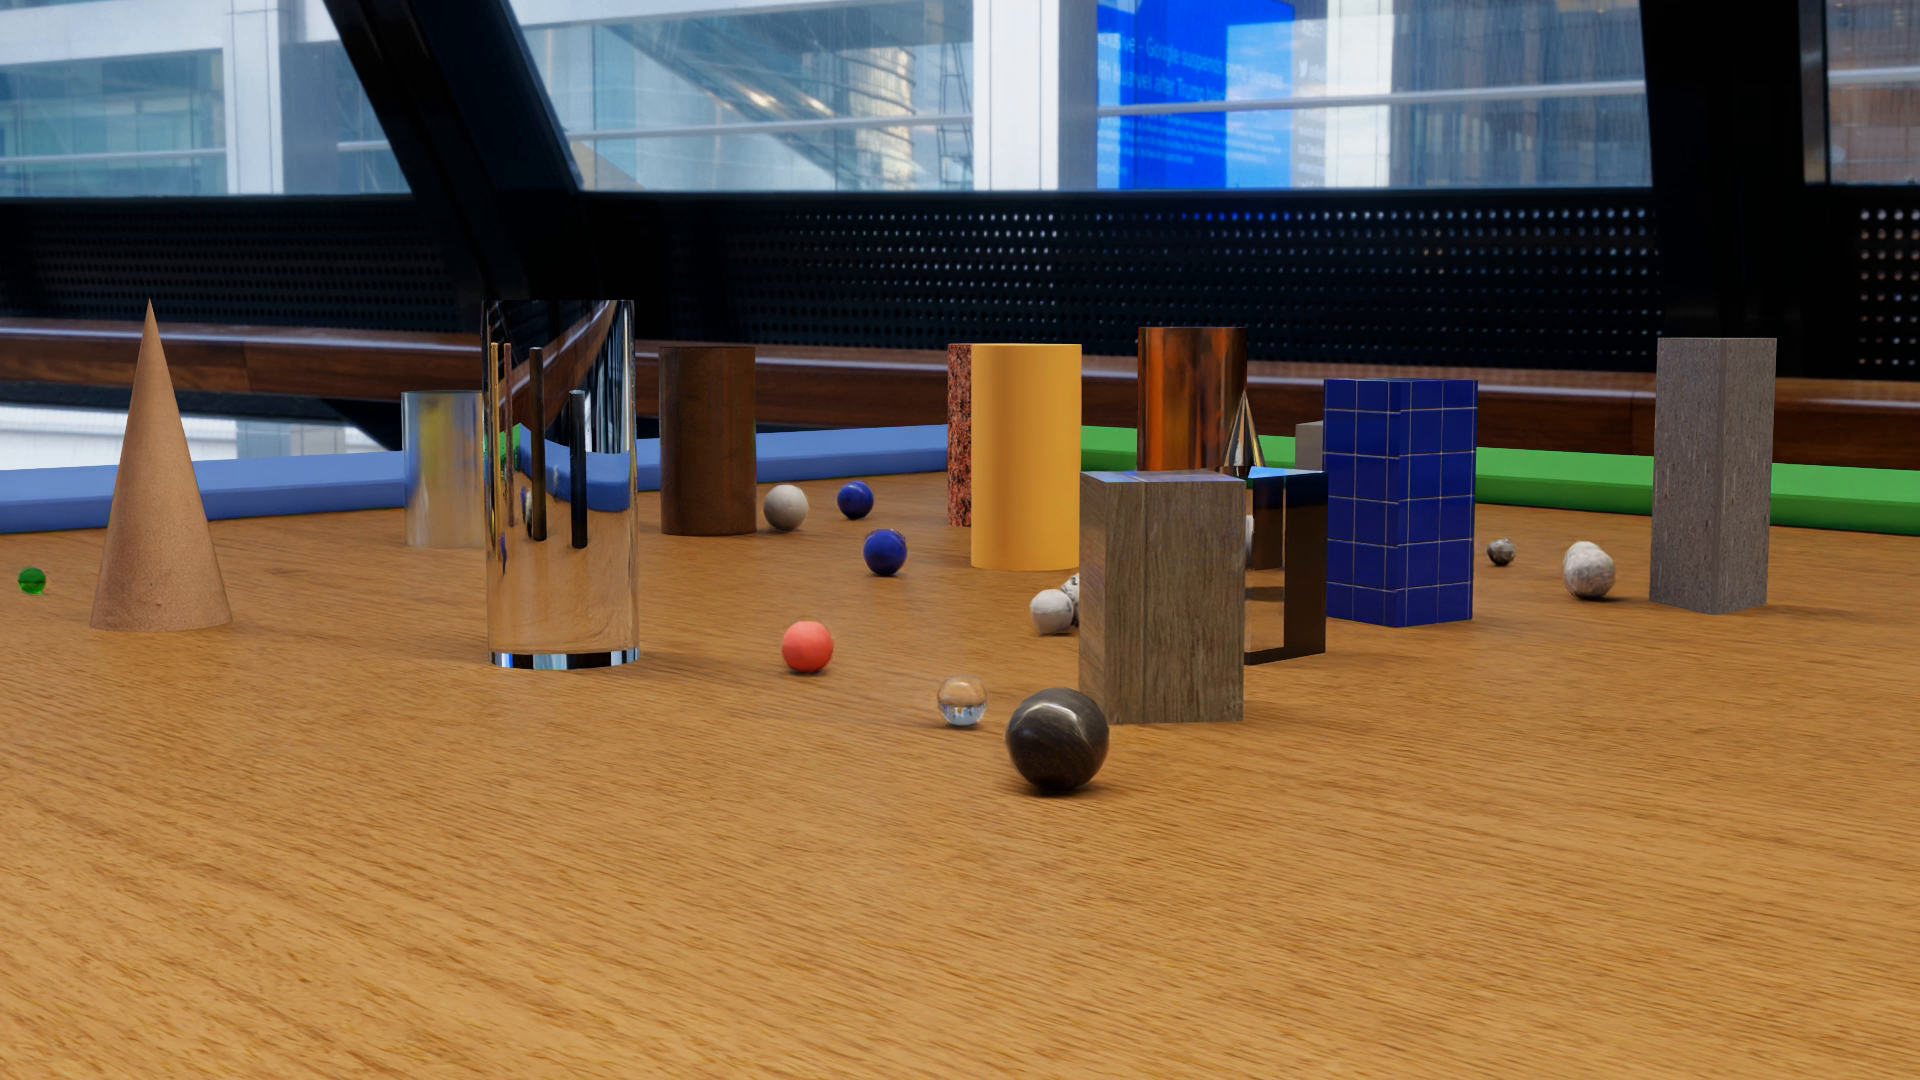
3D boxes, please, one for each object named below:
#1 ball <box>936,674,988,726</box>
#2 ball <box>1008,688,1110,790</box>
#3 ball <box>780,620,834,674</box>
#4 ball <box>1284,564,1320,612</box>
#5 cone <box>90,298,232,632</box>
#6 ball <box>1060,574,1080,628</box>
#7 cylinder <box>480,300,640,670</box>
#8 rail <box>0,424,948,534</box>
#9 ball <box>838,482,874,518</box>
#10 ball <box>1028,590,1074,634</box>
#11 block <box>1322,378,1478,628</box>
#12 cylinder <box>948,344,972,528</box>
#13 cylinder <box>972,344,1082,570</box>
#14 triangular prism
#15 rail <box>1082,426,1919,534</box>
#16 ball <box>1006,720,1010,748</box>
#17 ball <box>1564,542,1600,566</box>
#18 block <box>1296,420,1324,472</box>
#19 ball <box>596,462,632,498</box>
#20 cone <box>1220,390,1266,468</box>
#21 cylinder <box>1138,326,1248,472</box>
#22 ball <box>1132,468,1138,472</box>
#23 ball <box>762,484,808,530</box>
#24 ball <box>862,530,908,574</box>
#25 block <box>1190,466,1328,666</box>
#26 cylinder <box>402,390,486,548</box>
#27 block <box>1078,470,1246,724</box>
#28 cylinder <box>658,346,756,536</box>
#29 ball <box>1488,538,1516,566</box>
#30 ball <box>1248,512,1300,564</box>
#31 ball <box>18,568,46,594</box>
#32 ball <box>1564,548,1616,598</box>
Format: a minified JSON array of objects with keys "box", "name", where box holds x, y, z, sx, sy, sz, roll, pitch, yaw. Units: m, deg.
[{"box":[0.002,0.171,2.351,0.055,0.055,0.055,0,6,0],"name":"ball"},{"box":[0.091,0.184,2.038,0.095,0.095,0.095,0,6,0],"name":"ball"},{"box":[-0.187,0.131,2.693,0.064,0.064,0.064,0,6,0],"name":"ball"},{"box":[0.512,0.071,3.232,0.070,0.070,0.070,0,6,0],"name":"ball"},{"box":[-1.136,-0.112,3.106,0.191,0.461,0.191,0,6,0],"name":"cone"},{"box":[0.176,0.084,3.063,0.079,0.079,0.079,0,6,0],"name":"ball"},{"box":[-0.506,-0.076,2.789,0.191,0.455,0.191,0,6,0],"name":"cylinder"},{"box":[-1.372,-0.123,4.811,4.141,0.124,0.045,-6,8,-42],"name":"rail"},{"box":[-0.221,-0.084,4.665,0.079,0.079,0.079,0,6,0],"name":"ball"},{"box":[0.125,0.098,3.009,0.062,0.062,0.062,0,6,0],"name":"ball"},{"box":[0.630,-0.059,3.162,0.153,0.343,0.153,-4,7,-34],"name":"block"},{"box":[0.070,-0.219,4.550,0.191,0.371,0.191,0,6,0],"name":"cylinder"},{"box":[0.115,-0.147,3.816,0.191,0.382,0.191,0,6,0],"name":"cylinder"},{"box":[1.106,-0.101,3.292,0.143,0.400,0.166,6,8,45],"name":"triangular prism"},{"box":[1.504,-0.113,4.713,0.045,0.124,4.093,-6,8,-42],"name":"rail"},{"box":[0.076,0.190,2.129,0.064,0.064,0.064,0,6,0],"name":"ball"},{"box":[1.025,0.034,3.613,0.064,0.064,0.064,0,6,0],"name":"ball"},{"box":[0.689,-0.084,3.884,0.153,0.243,0.153,3,7,27],"name":"block"},{"box":[-0.816,-0.143,5.197,0.084,0.084,0.084,0,6,0],"name":"ball"},{"box":[0.448,-0.081,3.482,0.191,0.320,0.191,0,6,0],"name":"cone"},{"box":[0.408,-0.168,3.876,0.191,0.411,0.191,0,6,0],"name":"cylinder"},{"box":[0.431,-0.129,5.014,0.094,0.094,0.094,0,6,0],"name":"ball"},{"box":[-0.350,-0.065,4.416,0.093,0.093,0.093,0,6,0],"name":"ball"},{"box":[-0.125,0.021,3.687,0.074,0.074,0.074,0,6,0],"name":"ball"},{"box":[0.366,0.029,2.844,0.153,0.235,0.153,-6,8,-43],"name":"block"},{"box":[-0.957,-0.137,4.169,0.191,0.288,0.191,0,6,0],"name":"cylinder"},{"box":[0.221,0.059,2.432,0.153,0.261,0.153,-1,6,-7],"name":"block"},{"box":[-0.502,-0.199,4.379,0.191,0.368,0.191,0,6,0],"name":"cylinder"},{"box":[0.940,0.021,3.816,0.048,0.048,0.048,0,6,0],"name":"ball"},{"box":[0.547,-0.003,3.829,0.092,0.092,0.092,0,6,0],"name":"ball"},{"box":[-1.451,0.064,3.440,0.041,0.041,0.041,0,6,0],"name":"ball"},{"box":[0.969,0.051,3.383,0.078,0.078,0.078,0,6,0],"name":"ball"}]
